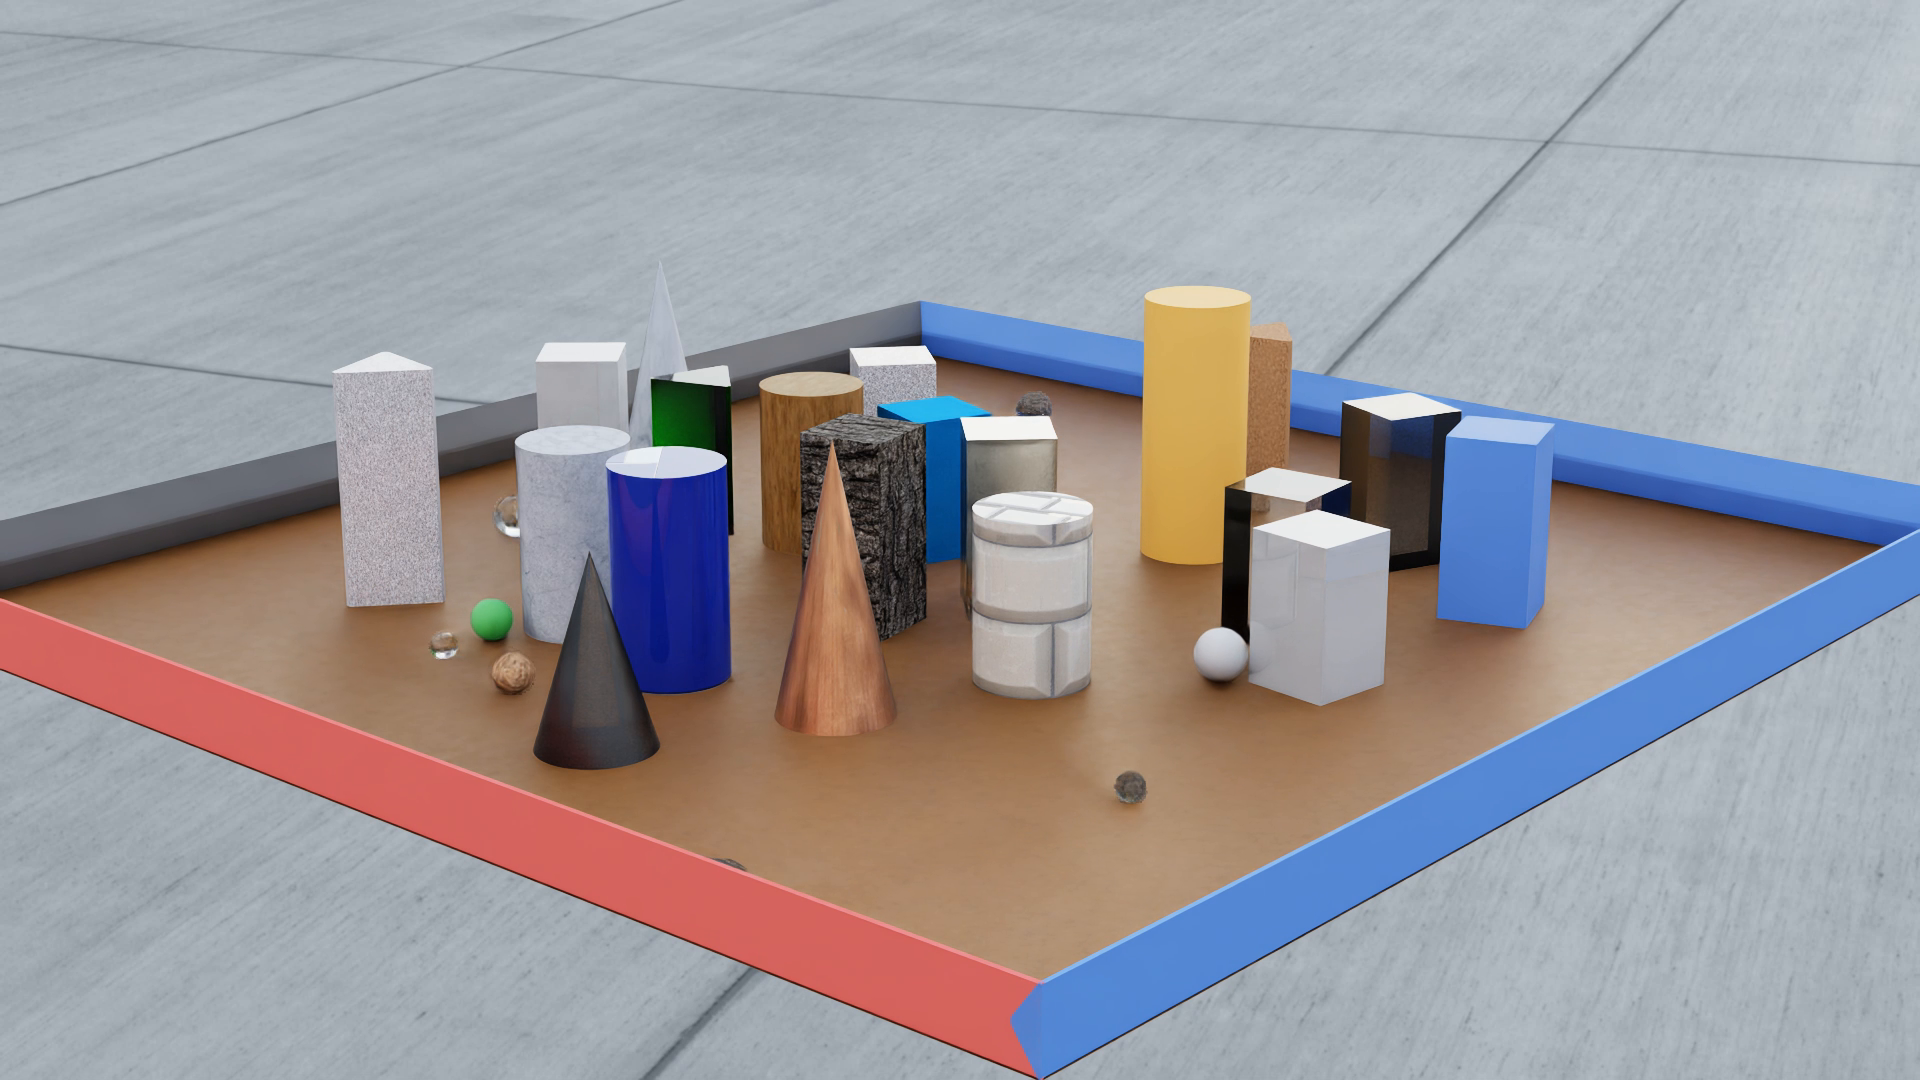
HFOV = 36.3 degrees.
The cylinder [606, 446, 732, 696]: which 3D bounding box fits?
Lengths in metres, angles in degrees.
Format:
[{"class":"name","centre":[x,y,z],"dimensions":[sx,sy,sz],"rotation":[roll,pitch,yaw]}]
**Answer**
[{"class":"cylinder","centre":[-0.463,0.047,4.669],"dimensions":[0.190,0.355,0.190],"rotation":[0,17,0]}]

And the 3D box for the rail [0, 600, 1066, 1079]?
[{"class":"rail","centre":[-0.856,0.316,4.176],"dimensions":[2.556,0.124,0.045],"rotation":[14,22,39]}]

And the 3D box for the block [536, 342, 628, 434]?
[{"class":"block","centre":[-0.712,-0.201,5.554],"dimensions":[0.152,0.319,0.152],"rotation":[0,17,0]}]

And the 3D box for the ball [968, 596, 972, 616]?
[{"class":"ball","centre":[0.051,0.112,4.943],"dimensions":[0.074,0.074,0.074],"rotation":[0,17,0]}]

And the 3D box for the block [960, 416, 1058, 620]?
[{"class":"block","centre":[0.082,-0.039,5.021],"dimensions":[0.152,0.317,0.152],"rotation":[-1,17,-4]}]

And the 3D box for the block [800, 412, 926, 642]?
[{"class":"block","centre":[-0.161,-0.022,4.925],"dimensions":[0.152,0.341,0.152],"rotation":[9,19,29]}]

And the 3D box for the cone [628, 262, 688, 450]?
[{"class":"cone","centre":[-0.583,-0.332,5.759],"dimensions":[0.190,0.452,0.190],"rotation":[0,17,0]}]

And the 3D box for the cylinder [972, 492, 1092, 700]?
[{"class":"cylinder","centre":[0.115,0.086,4.661],"dimensions":[0.190,0.286,0.190],"rotation":[0,17,0]}]

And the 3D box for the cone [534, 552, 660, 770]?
[{"class":"cone","centre":[-0.546,0.163,4.366],"dimensions":[0.190,0.309,0.190],"rotation":[0,17,0]}]

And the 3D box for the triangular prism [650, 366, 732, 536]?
[{"class":"triangular prism","centre":[-0.472,-0.174,5.522],"dimensions":[0.165,0.286,0.143],"rotation":[7,18,22]}]

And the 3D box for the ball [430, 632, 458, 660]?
[{"class":"ball","centre":[-0.843,0.173,4.793],"dimensions":[0.044,0.044,0.044],"rotation":[0,17,0]}]

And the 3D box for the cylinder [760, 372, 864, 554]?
[{"class":"cylinder","centre":[-0.272,-0.143,5.398],"dimensions":[0.190,0.298,0.190],"rotation":[0,17,0]}]

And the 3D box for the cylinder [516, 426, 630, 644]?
[{"class":"cylinder","centre":[-0.642,-0.010,4.911],"dimensions":[0.190,0.326,0.190],"rotation":[0,17,0]}]

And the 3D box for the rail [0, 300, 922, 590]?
[{"class":"rail","centre":[-0.947,-0.207,5.908],"dimensions":[0.045,0.124,2.660],"rotation":[14,22,39]}]

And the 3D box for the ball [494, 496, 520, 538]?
[{"class":"ball","centre":[-0.826,-0.044,5.451],"dimensions":[0.078,0.078,0.078],"rotation":[0,17,0]}]

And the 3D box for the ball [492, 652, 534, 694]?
[{"class":"ball","centre":[-0.706,0.210,4.633],"dimensions":[0.065,0.065,0.065],"rotation":[0,17,0]}]

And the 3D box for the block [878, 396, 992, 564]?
[{"class":"block","centre":[-0.047,-0.110,5.350],"dimensions":[0.152,0.264,0.152],"rotation":[-9,19,-28]}]

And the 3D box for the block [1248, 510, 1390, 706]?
[{"class":"block","centre":[0.569,0.105,4.647],"dimensions":[0.152,0.257,0.152],"rotation":[-15,22,-40]}]

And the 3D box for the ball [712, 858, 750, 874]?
[{"class":"ball","centre":[-0.308,0.453,3.801],"dimensions":[0.081,0.081,0.081],"rotation":[0,17,0]}]

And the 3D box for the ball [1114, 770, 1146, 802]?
[{"class":"ball","centre":[0.244,0.353,4.194],"dimensions":[0.045,0.045,0.045],"rotation":[0,17,0]}]

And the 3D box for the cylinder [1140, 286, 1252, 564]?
[{"class":"cylinder","centre":[0.426,-0.209,5.315],"dimensions":[0.190,0.473,0.190],"rotation":[0,17,0]}]

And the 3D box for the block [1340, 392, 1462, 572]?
[{"class":"block","centre":[0.793,-0.105,5.302],"dimensions":[0.152,0.282,0.152],"rotation":[-8,19,-26]}]

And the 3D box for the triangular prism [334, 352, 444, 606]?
[{"class":"triangular prism","centre":[-0.987,-0.108,5.082],"dimensions":[0.165,0.414,0.143],"rotation":[-3,17,-9]}]

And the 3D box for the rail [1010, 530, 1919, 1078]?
[{"class":"rail","centre":[0.947,0.269,4.334],"dimensions":[0.045,0.124,2.660],"rotation":[14,22,39]}]

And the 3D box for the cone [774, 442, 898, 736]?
[{"class":"cone","centre":[-0.193,0.059,4.481],"dimensions":[0.190,0.441,0.190],"rotation":[0,17,0]}]

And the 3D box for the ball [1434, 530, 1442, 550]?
[{"class":"ball","centre":[0.889,0.002,5.362],"dimensions":[0.042,0.042,0.042],"rotation":[0,17,0]}]

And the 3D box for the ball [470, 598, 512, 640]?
[{"class":"ball","centre":[-0.781,0.132,4.883],"dimensions":[0.070,0.070,0.070],"rotation":[0,17,0]}]

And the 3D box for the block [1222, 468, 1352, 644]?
[{"class":"block","centre":[0.542,0.034,4.873],"dimensions":[0.152,0.263,0.152],"rotation":[12,21,34]}]

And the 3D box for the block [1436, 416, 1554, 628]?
[{"class":"block","centre":[0.912,-0.032,4.992],"dimensions":[0.152,0.321,0.152],"rotation":[7,18,21]}]

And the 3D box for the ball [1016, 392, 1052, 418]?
[{"class":"ball","centre":[0.158,-0.275,6.218],"dimensions":[0.076,0.076,0.076],"rotation":[0,17,0]}]

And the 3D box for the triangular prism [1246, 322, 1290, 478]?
[{"class":"triangular prism","centre":[0.595,-0.254,5.723],"dimensions":[0.165,0.322,0.143],"rotation":[10,19,29]}]

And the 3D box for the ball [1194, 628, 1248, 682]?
[{"class":"ball","centre":[0.417,0.183,4.684],"dimensions":[0.087,0.087,0.087],"rotation":[0,17,0]}]

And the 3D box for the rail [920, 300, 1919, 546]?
[{"class":"rail","centre":[0.856,-0.254,6.065],"dimensions":[2.556,0.124,0.045],"rotation":[14,22,39]}]

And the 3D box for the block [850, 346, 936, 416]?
[{"class":"block","centre":[-0.133,-0.244,5.815],"dimensions":[0.152,0.250,0.152],"rotation":[-3,17,-8]}]
